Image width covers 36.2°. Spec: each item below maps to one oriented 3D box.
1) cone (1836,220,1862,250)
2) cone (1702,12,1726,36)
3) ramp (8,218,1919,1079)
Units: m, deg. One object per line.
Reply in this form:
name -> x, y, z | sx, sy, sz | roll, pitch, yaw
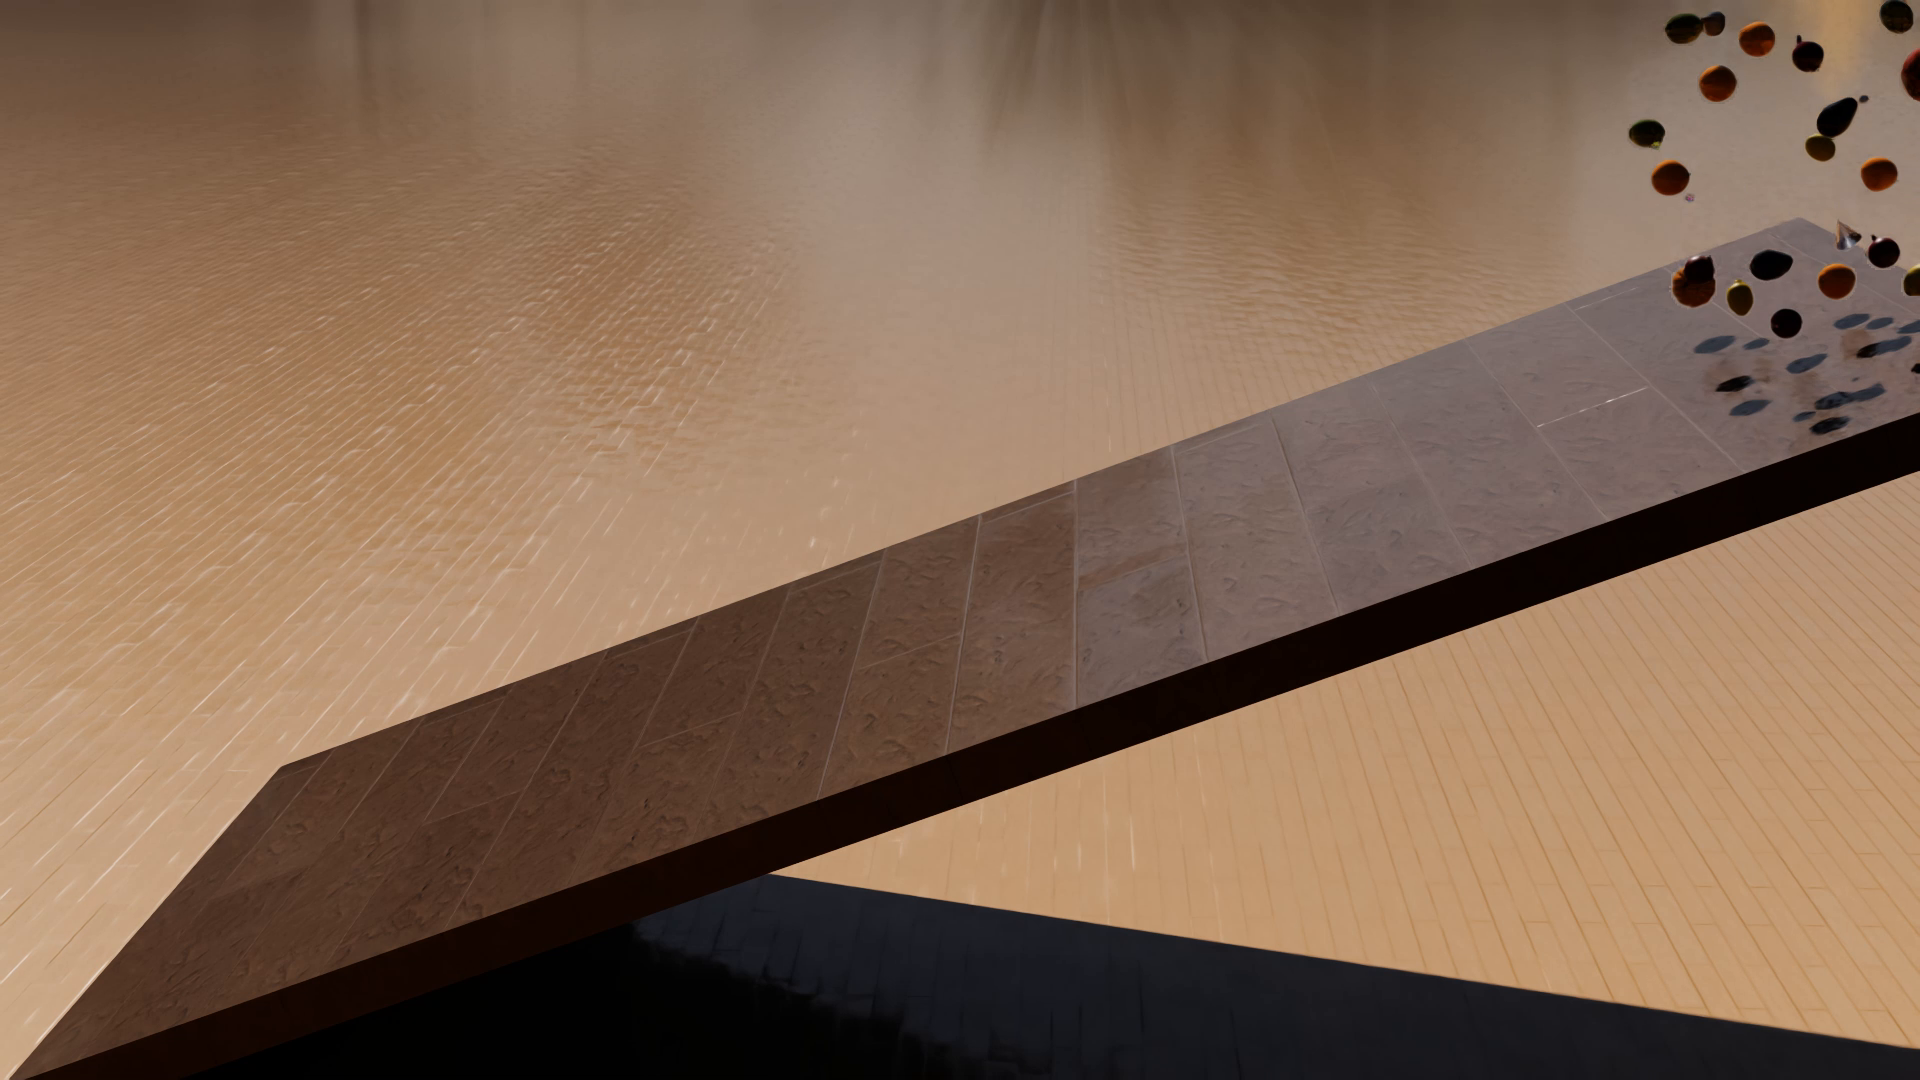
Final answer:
cone -> 1.779, -0.624, 5.928 | 0.055, 0.055, 0.055 | -14, -27, -7
cone -> 1.502, -1.042, 5.907 | 0.051, 0.051, 0.051 | 7, 5, -45
ramp -> 0.118, 0.176, 6.295 | 4.000, 0.100, 2.000 | -20, 12, 7
